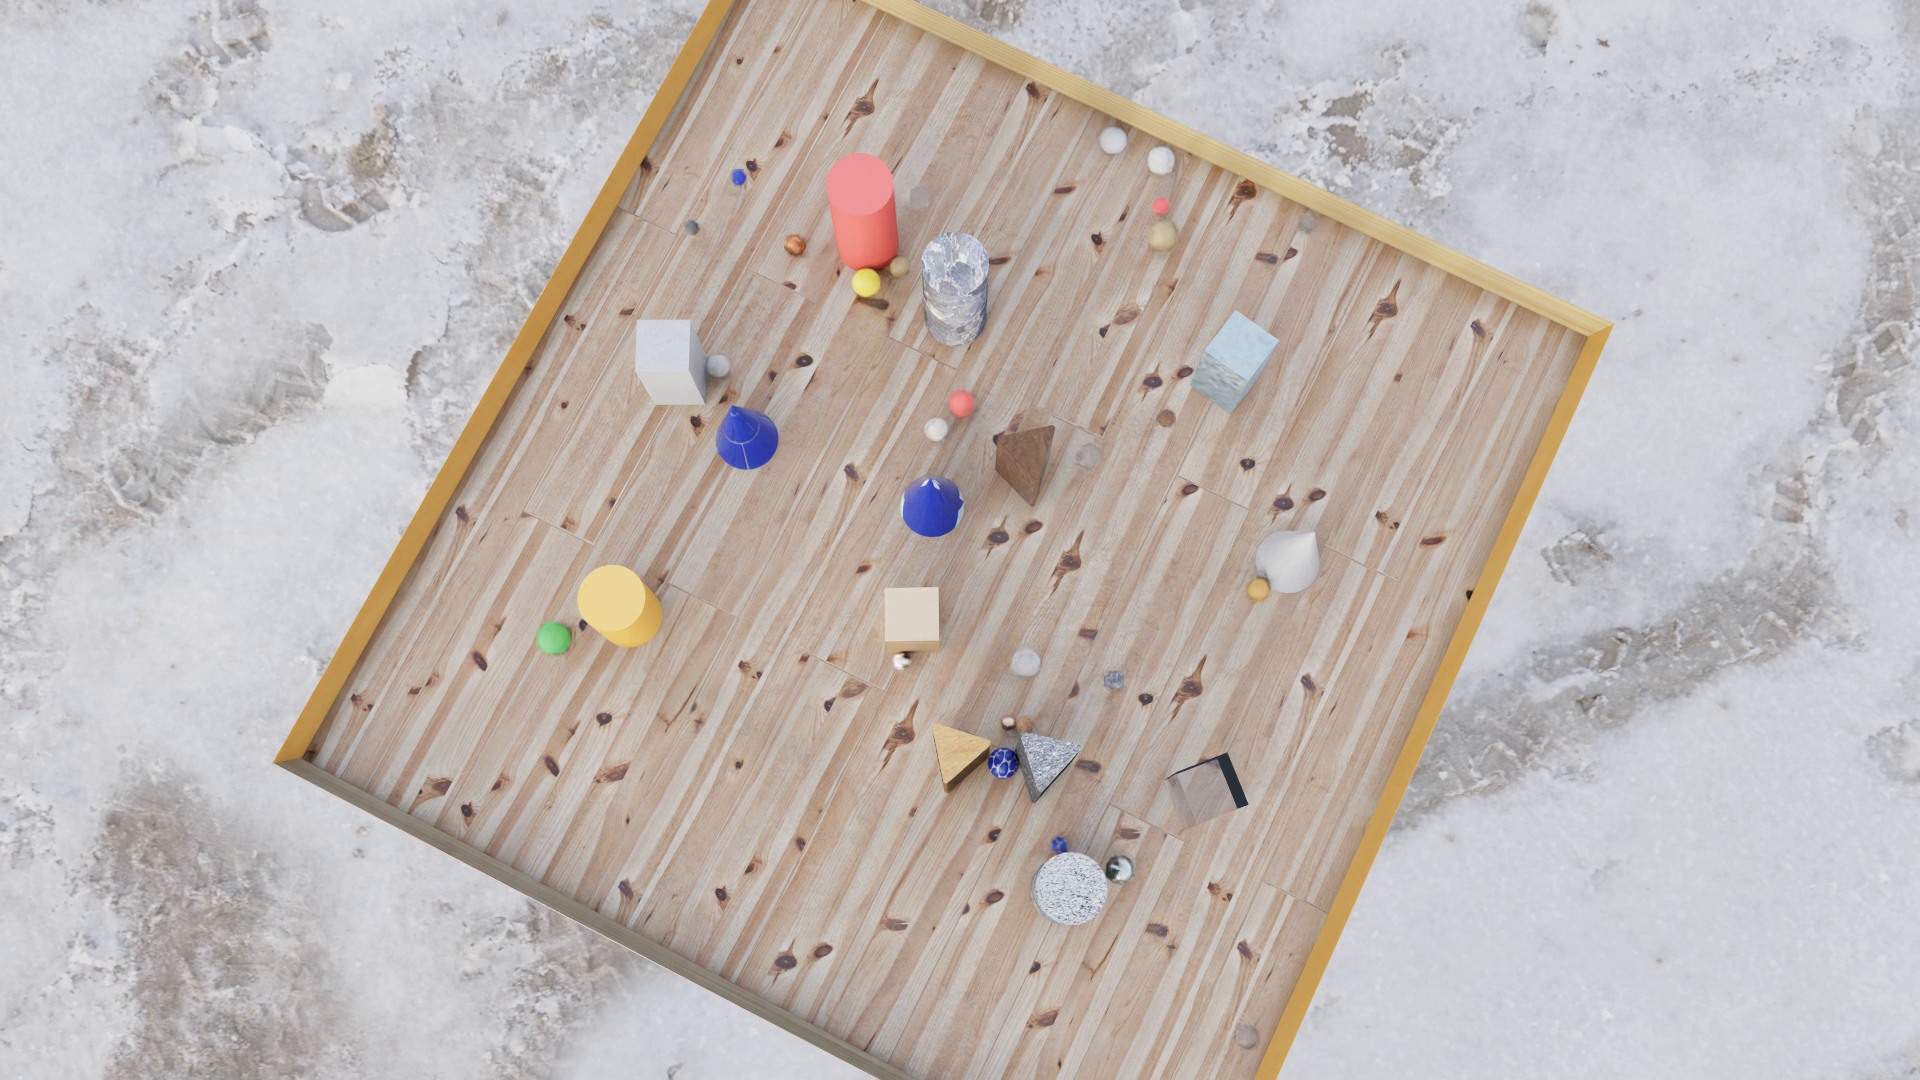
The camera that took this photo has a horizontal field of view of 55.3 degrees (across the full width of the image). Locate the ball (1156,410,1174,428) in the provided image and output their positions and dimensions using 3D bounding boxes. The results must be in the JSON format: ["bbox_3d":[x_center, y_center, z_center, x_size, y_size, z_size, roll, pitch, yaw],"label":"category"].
[{"bbox_3d":[0.635,-0.376,5.667,0.055,0.055,0.055,0,78,0],"label":"ball"}]

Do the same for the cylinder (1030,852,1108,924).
[{"bbox_3d":[0.304,0.992,5.199,0.196,0.416,0.196,0,78,0],"label":"cylinder"}]

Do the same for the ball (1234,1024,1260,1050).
[{"bbox_3d":[0.827,1.432,5.285,0.069,0.069,0.069,0,78,0],"label":"ball"}]

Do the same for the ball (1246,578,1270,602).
[{"bbox_3d":[0.905,0.150,5.550,0.070,0.070,0.070,0,78,0],"label":"ball"}]

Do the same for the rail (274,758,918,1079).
[{"bbox_3d":[-0.660,1.300,5.282,2.994,0.127,0.045,26,80,5],"label":"rail"}]

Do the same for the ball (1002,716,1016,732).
[{"bbox_3d":[0.146,0.550,5.480,0.045,0.045,0.045,0,78,0],"label":"ball"}]

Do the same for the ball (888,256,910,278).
[{"bbox_3d":[-0.192,-0.858,5.761,0.064,0.064,0.064,0,78,0],"label":"ball"}]

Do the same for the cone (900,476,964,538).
[{"bbox_3d":[-0.085,-0.141,5.462,0.196,0.361,0.196,0,78,0],"label":"cone"}]

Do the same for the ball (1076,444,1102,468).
[{"bbox_3d":[0.397,-0.258,5.631,0.076,0.076,0.076,0,78,0],"label":"ball"}]

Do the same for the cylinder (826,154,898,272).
[{"bbox_3d":[-0.292,-0.987,5.576,0.196,0.481,0.196,0,78,0],"label":"cylinder"}]

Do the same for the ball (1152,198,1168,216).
[{"bbox_3d":[0.635,-1.055,5.808,0.052,0.052,0.052,0,78,0],"label":"ball"}]

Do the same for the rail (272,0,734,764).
[{"bbox_3d":[-1.318,-0.639,5.683,0.045,0.127,3.000,26,80,5],"label":"rail"}]

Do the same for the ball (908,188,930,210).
[{"bbox_3d":[-0.132,-1.083,5.806,0.068,0.068,0.068,0,78,0],"label":"ball"}]

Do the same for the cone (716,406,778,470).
[{"bbox_3d":[-0.660,-0.351,5.492,0.196,0.387,0.196,0,78,0],"label":"cone"}]

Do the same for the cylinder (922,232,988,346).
[{"bbox_3d":[-0.014,-0.751,5.530,0.196,0.473,0.196,0,78,0],"label":"cylinder"}]

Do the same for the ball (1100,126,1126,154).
[{"bbox_3d":[0.487,-1.274,5.836,0.086,0.086,0.086,0,78,0],"label":"ball"}]

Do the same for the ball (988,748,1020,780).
[{"bbox_3d":[0.129,0.661,5.432,0.093,0.093,0.093,0,78,0],"label":"ball"}]

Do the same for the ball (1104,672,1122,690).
[{"bbox_3d":[0.460,0.423,5.499,0.058,0.058,0.058,0,78,0],"label":"ball"}]

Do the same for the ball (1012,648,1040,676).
[{"bbox_3d":[0.197,0.368,5.498,0.083,0.083,0.083,0,78,0],"label":"ball"}]

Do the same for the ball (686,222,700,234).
[{"bbox_3d":[-0.846,-0.987,5.800,0.041,0.041,0.041,0,78,0],"label":"ball"}]

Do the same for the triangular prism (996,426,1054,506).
[{"bbox_3d":[0.220,-0.247,5.487,0.147,0.354,0.169,-42,81,-8],"label":"triangular prism"}]

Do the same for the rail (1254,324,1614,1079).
[{"bbox_3d":[1.318,0.652,5.416,0.045,0.127,3.000,26,80,5],"label":"rail"}]

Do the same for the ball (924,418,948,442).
[{"bbox_3d":[-0.072,-0.339,5.649,0.074,0.074,0.074,0,78,0],"label":"ball"}]

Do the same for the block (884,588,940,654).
[{"bbox_3d":[-0.140,0.241,5.442,0.157,0.245,0.157,-1,78,0],"label":"block"}]

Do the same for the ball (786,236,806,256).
[{"bbox_3d":[-0.518,-0.927,5.776,0.064,0.064,0.064,0,78,0],"label":"ball"}]

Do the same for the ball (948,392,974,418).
[{"bbox_3d":[0.006,-0.418,5.662,0.080,0.080,0.080,0,78,0],"label":"ball"}]

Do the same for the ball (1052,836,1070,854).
[{"bbox_3d":[0.296,0.901,5.404,0.052,0.052,0.052,0,78,0],"label":"ball"}]

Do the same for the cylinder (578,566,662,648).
[{"bbox_3d":[-1.003,0.198,5.420,0.196,0.304,0.196,0,78,0],"label":"cylinder"}]

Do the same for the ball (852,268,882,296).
[{"bbox_3d":[-0.291,-0.807,5.738,0.089,0.089,0.089,0,78,0],"label":"ball"}]

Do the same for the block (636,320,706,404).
[{"bbox_3d":[-0.870,-0.534,5.544,0.157,0.359,0.157,0,78,0],"label":"block"}]

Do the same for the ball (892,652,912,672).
[{"bbox_3d":[-0.175,0.365,5.511,0.058,0.058,0.058,0,78,0],"label":"ball"}]

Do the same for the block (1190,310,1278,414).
[{"bbox_3d":[0.826,-0.534,5.544,0.157,0.358,0.157,36,81,7],"label":"block"}]

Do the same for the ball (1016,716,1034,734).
[{"bbox_3d":[0.194,0.553,5.475,0.053,0.053,0.053,0,78,0],"label":"ball"}]

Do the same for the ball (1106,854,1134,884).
[{"bbox_3d":[0.469,0.966,5.373,0.086,0.086,0.086,0,78,0],"label":"ball"}]

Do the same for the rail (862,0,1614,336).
[{"bbox_3d":[0.660,-1.286,5.817,2.994,0.127,0.045,26,80,5],"label":"rail"}]

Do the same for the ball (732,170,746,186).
[{"bbox_3d":[-0.705,-1.152,5.831,0.047,0.047,0.047,0,78,0],"label":"ball"}]

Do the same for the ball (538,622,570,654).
[{"bbox_3d":[-1.219,0.295,5.506,0.097,0.097,0.097,0,78,0],"label":"ball"}]

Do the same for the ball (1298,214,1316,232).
[{"bbox_3d":[1.098,-1.000,5.795,0.056,0.056,0.056,0,78,0],"label":"ball"}]

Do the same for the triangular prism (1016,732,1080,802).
[{"bbox_3d":[0.221,0.625,5.243,0.147,0.478,0.169,42,81,8],"label":"triangular prism"}]

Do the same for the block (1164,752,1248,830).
[{"bbox_3d":[0.708,0.730,5.299,0.157,0.327,0.157,-20,79,-4],"label":"block"}]

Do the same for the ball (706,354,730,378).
[{"bbox_3d":[-0.751,-0.540,5.692,0.071,0.071,0.071,0,78,0],"label":"ball"}]

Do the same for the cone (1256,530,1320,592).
[{"bbox_3d":[1.003,0.021,5.389,0.196,0.437,0.196,0,78,0],"label":"cone"}]

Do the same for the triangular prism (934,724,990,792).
[{"bbox_3d":[-0.027,0.605,5.285,0.169,0.403,0.147,-41,81,-8],"label":"triangular prism"}]

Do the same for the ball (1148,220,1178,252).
[{"bbox_3d":[0.639,-0.957,5.765,0.098,0.098,0.098,0,78,0],"label":"ball"}]

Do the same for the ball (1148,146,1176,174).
[{"bbox_3d":[0.639,-1.204,5.821,0.087,0.087,0.087,0,78,0],"label":"ball"}]
